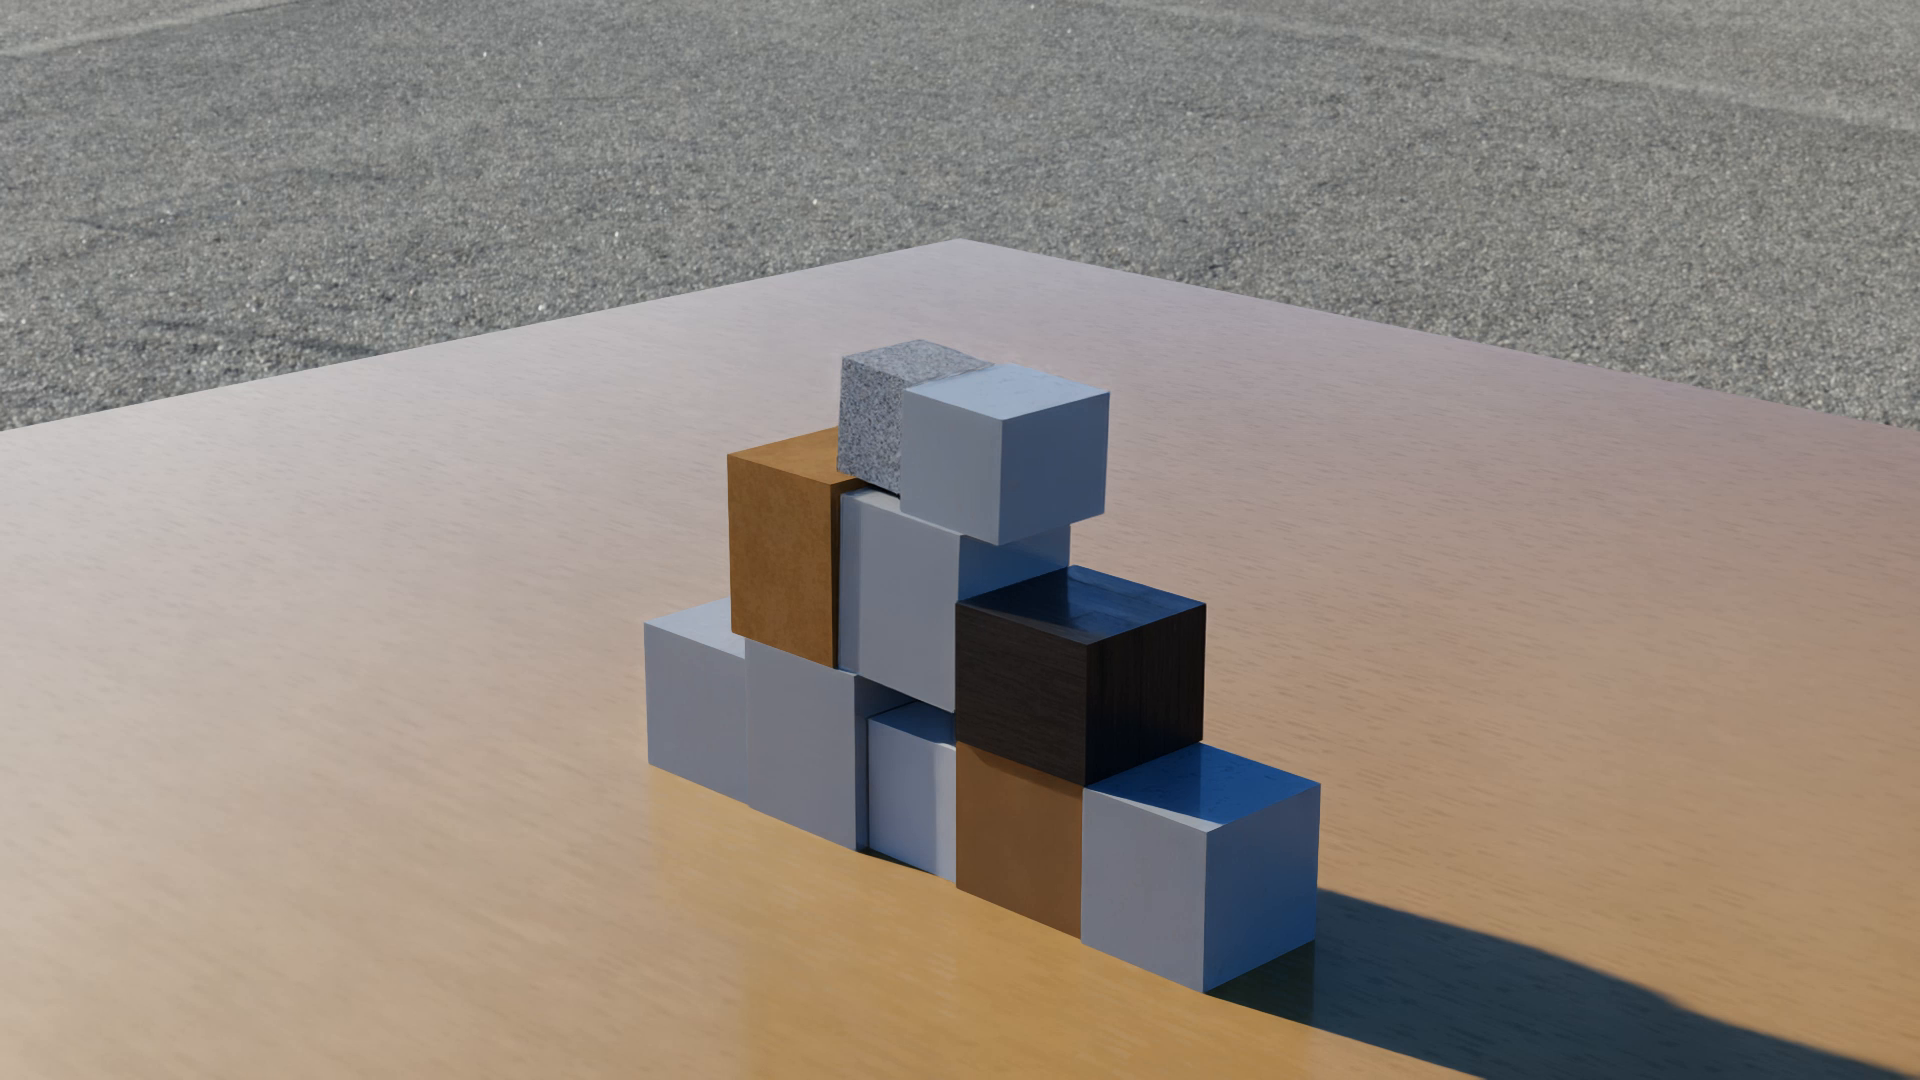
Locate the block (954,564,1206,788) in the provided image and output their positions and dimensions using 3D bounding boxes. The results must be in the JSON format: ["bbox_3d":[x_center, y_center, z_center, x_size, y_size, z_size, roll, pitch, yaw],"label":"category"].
[{"bbox_3d":[0.529,0.584,12.958,0.785,0.643,0.774,17,24,42],"label":"block"}]

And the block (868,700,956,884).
[{"bbox_3d":[0.022,1.128,13.675,0.663,0.649,0.601,-17,24,-42],"label":"block"}]

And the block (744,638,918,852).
[{"bbox_3d":[-0.466,0.874,14.109,0.821,0.873,0.763,-17,24,-42],"label":"block"}]

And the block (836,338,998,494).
[{"bbox_3d":[-0.194,-0.559,13.392,0.507,0.542,0.505,-17,29,-42],"label":"block"}]

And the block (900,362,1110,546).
[{"bbox_3d":[0.197,-0.391,13.001,0.614,0.567,0.680,19,26,41],"label":"block"}]

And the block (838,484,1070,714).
[{"bbox_3d":[-0.030,0.207,13.409,0.765,0.840,0.717,19,26,41],"label":"block"}]

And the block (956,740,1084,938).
[{"bbox_3d":[0.507,1.239,13.175,0.699,0.736,0.785,-17,24,-42],"label":"block"}]

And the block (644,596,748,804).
[{"bbox_3d":[-1.027,0.768,14.643,0.758,0.754,0.776,-17,24,-42],"label":"block"}]

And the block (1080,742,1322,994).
[{"bbox_3d":[1.038,1.400,12.671,0.754,0.731,0.694,-17,24,-42],"label":"block"}]

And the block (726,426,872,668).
[{"bbox_3d":[-0.565,0.013,13.917,0.780,0.885,0.716,-17,24,-42],"label":"block"}]
